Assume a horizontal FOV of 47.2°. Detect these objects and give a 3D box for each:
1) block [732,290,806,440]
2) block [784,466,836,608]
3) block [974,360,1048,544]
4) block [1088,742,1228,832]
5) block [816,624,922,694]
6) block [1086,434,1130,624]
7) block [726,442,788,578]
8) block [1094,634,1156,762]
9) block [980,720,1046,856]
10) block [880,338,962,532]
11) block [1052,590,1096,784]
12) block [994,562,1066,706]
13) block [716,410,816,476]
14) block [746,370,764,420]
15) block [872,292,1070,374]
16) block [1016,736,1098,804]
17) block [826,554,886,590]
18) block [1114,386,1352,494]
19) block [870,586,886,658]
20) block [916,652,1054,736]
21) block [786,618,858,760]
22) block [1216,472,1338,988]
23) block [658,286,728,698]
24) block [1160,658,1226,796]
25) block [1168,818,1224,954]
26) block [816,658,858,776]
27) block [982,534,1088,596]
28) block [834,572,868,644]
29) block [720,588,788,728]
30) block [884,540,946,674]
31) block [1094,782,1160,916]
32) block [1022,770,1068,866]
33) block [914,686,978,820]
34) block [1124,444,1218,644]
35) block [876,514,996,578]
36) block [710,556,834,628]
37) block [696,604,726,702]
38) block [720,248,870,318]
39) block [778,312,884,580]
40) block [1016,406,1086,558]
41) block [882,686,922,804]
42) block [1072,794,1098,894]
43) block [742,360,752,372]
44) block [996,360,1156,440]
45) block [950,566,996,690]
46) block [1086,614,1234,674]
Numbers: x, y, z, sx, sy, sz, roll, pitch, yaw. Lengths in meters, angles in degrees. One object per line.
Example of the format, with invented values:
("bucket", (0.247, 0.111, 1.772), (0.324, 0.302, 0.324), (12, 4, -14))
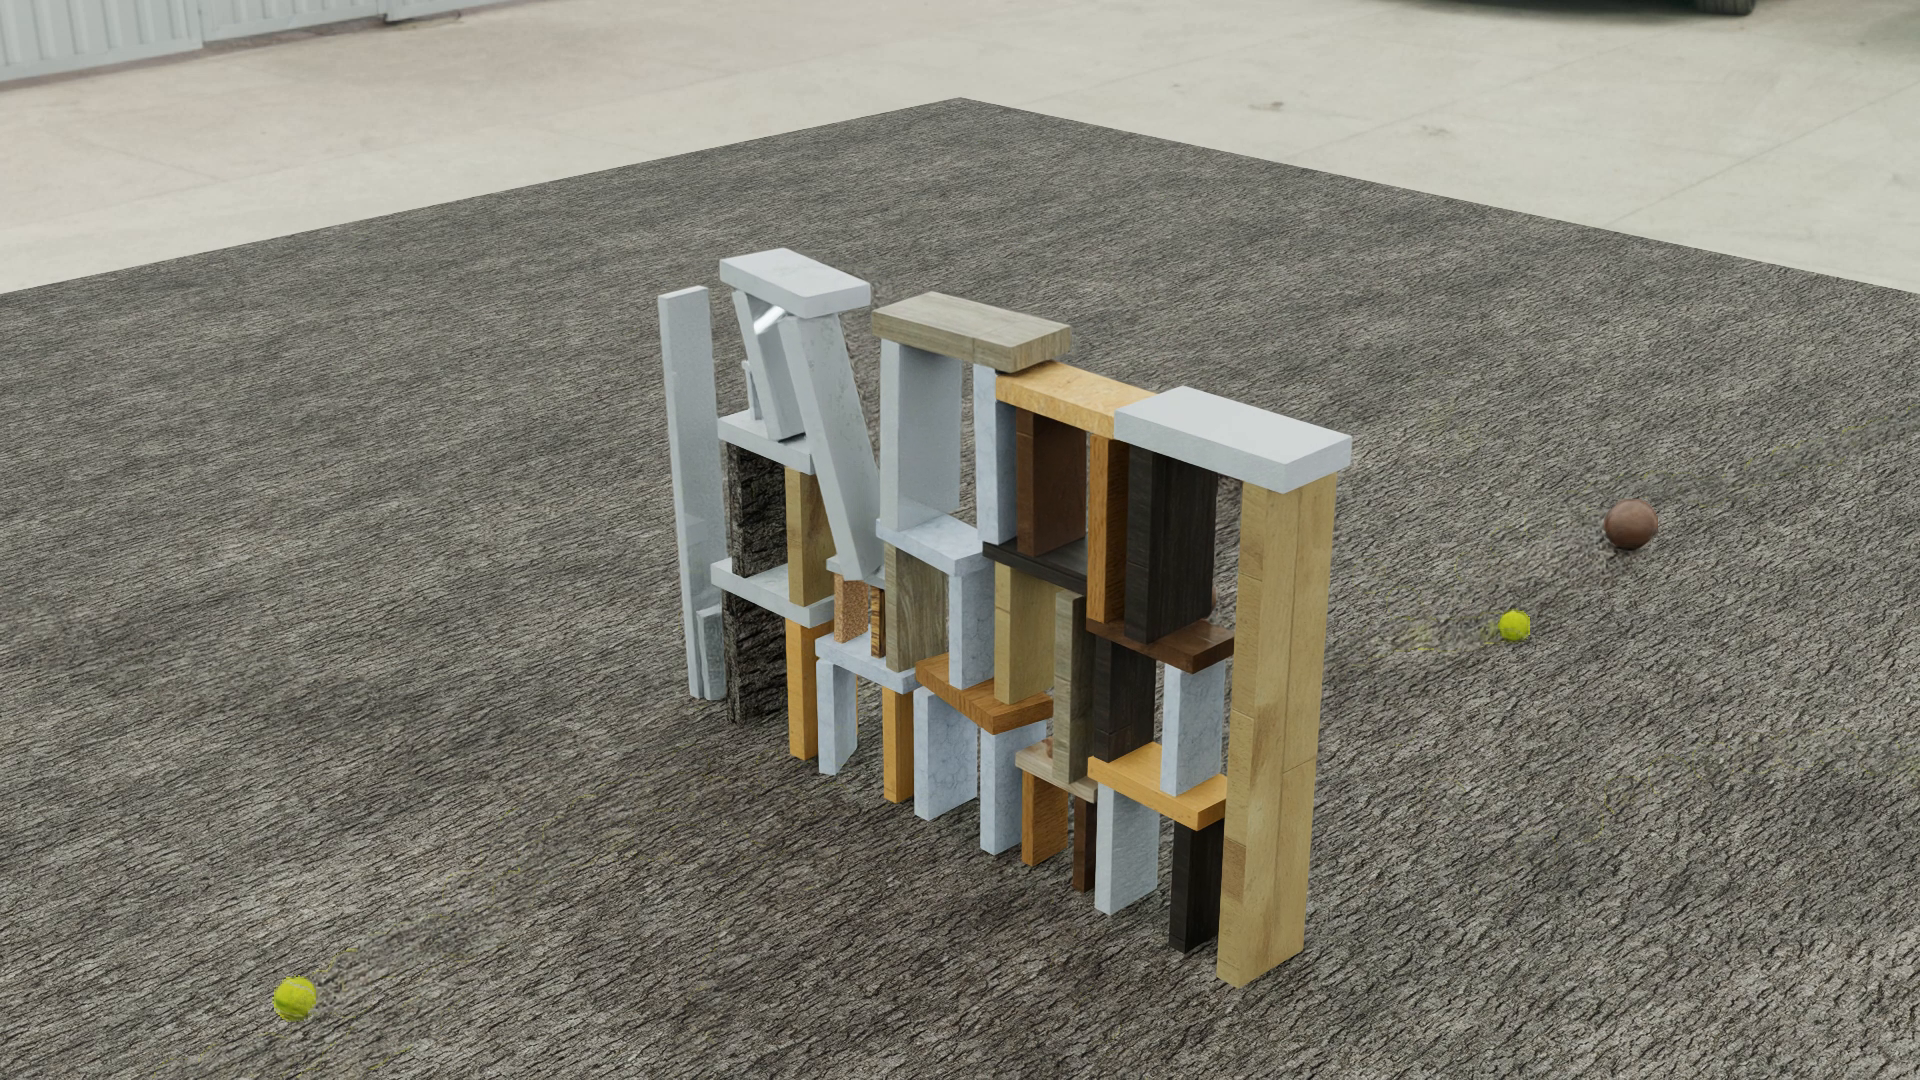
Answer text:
("block", (-0.352, -0.368, 4.439), (0.043, 0.305, 0.153), (-3, 14, 46))
("block", (-0.286, -0.026, 4.507), (0.042, 0.297, 0.148), (19, 30, 38))
("block", (0.100, -0.180, 4.082), (0.048, 0.340, 0.170), (15, 27, 36))
("block", (0.375, 0.438, 3.990), (0.135, 0.038, 0.269), (-20, 30, -38))
("block", (-0.161, 0.238, 4.494), (0.257, 0.036, 0.129), (21, 31, 40))
("block", (0.289, -0.037, 3.888), (0.041, 0.345, 0.144), (20, 30, 40))
("block", (-0.415, -0.081, 4.639), (0.148, 0.297, 0.042), (-21, 31, -40))
("block", (0.303, 0.271, 4.016), (0.125, 0.250, 0.035), (-20, 30, -40))
("block", (0.105, 0.465, 4.308), (0.140, 0.280, 0.040), (-20, 30, -39))
("block", (-0.075, -0.220, 4.230), (0.048, 0.382, 0.170), (23, 32, 39))
("block", (0.238, 0.256, 4.081), (0.041, 0.378, 0.145), (21, 31, 40))
("block", (0.134, 0.158, 4.200), (0.145, 0.290, 0.041), (-19, 30, -38))
("block", (-0.347, -0.210, 4.507), (0.148, 0.042, 0.297), (-21, 30, -40))
("block", (-0.413, -0.306, 4.545), (0.052, 0.104, 0.015), (-20, 25, -40))
("block", (0.019, -0.388, 4.074), (0.340, 0.048, 0.170), (19, 29, 37))
("block", (0.213, 0.435, 4.181), (0.101, 0.029, 0.202), (-21, 31, -40))
("block", (-0.184, 0.058, 4.437), (0.158, 0.022, 0.079), (18, 29, 36))
("block", (0.451, -0.171, 3.661), (0.180, 0.051, 0.359), (-21, 31, -40))
("block", (-0.145, 0.153, 4.445), (0.022, 0.158, 0.079), (19, 29, 36))
("block", (0.045, 0.292, 4.306), (0.140, 0.040, 0.280), (-14, 27, -30))
("block", (-0.291, 0.292, 4.664), (0.045, 0.320, 0.160), (20, 30, 39))
("block", (0.541, 0.325, 3.777), (0.180, 0.952, 0.051), (-20, 30, -38))
("block", (-0.570, -0.093, 4.799), (0.109, 0.923, 0.031), (-21, 29, -41))
("block", (0.414, 0.318, 3.903), (0.125, 0.250, 0.035), (-21, 31, -40))
("block", (0.442, 0.604, 3.993), (0.135, 0.269, 0.038), (-21, 31, -41))
("block", (-0.258, 0.348, 4.612), (0.036, 0.257, 0.129), (7, 24, 17))
("block", (0.196, 0.031, 4.075), (0.290, 0.041, 0.145), (21, 31, 40))
("block", (-0.222, 0.125, 4.509), (0.022, 0.158, 0.079), (20, 30, 35))
("block", (-0.439, 0.234, 4.801), (0.045, 0.320, 0.160), (21, 31, 41))
("block", (-0.088, 0.116, 4.377), (0.126, 0.279, 0.036), (-18, 29, -36))
("block", (0.314, 0.554, 4.111), (0.135, 0.269, 0.038), (-21, 31, -40))
("block", (0.166, 0.523, 4.269), (0.029, 0.203, 0.101), (21, 31, 40))
("block", (-0.029, 0.412, 4.431), (0.040, 0.280, 0.140), (21, 31, 41))
("block", (0.368, -0.015, 3.818), (0.051, 0.359, 0.180), (21, 31, 40))
("block", (-0.037, 0.000, 4.249), (0.126, 0.036, 0.253), (-17, 28, -34))
("block", (-0.364, 0.095, 4.661), (0.160, 0.045, 0.320), (-21, 31, -40))
("block", (-0.521, 0.245, 4.892), (0.109, 0.219, 0.031), (-18, 32, -27))
("block", (-0.326, -0.507, 4.327), (0.153, 0.043, 0.305), (-17, 29, -34))
("block", (-0.238, -0.197, 4.331), (0.043, 0.534, 0.153), (-5, 19, 28))
("block", (0.169, -0.127, 4.025), (0.144, 0.287, 0.041), (-21, 30, -41))
("block", (-0.098, 0.397, 4.495), (0.036, 0.257, 0.129), (21, 31, 40))
("block", (0.260, 0.560, 4.181), (0.029, 0.202, 0.101), (21, 31, 40))
("block", (-0.394, -0.353, 4.502), (0.052, 0.015, 0.104), (-20, 30, -39))
("block", (0.215, -0.251, 3.899), (0.144, 0.041, 0.287), (-20, 31, -39))
("block", (0.038, 0.153, 4.258), (0.126, 0.253, 0.036), (-19, 30, -38))
("block", (0.358, 0.163, 3.903), (0.125, 0.035, 0.250), (-21, 30, -40))
